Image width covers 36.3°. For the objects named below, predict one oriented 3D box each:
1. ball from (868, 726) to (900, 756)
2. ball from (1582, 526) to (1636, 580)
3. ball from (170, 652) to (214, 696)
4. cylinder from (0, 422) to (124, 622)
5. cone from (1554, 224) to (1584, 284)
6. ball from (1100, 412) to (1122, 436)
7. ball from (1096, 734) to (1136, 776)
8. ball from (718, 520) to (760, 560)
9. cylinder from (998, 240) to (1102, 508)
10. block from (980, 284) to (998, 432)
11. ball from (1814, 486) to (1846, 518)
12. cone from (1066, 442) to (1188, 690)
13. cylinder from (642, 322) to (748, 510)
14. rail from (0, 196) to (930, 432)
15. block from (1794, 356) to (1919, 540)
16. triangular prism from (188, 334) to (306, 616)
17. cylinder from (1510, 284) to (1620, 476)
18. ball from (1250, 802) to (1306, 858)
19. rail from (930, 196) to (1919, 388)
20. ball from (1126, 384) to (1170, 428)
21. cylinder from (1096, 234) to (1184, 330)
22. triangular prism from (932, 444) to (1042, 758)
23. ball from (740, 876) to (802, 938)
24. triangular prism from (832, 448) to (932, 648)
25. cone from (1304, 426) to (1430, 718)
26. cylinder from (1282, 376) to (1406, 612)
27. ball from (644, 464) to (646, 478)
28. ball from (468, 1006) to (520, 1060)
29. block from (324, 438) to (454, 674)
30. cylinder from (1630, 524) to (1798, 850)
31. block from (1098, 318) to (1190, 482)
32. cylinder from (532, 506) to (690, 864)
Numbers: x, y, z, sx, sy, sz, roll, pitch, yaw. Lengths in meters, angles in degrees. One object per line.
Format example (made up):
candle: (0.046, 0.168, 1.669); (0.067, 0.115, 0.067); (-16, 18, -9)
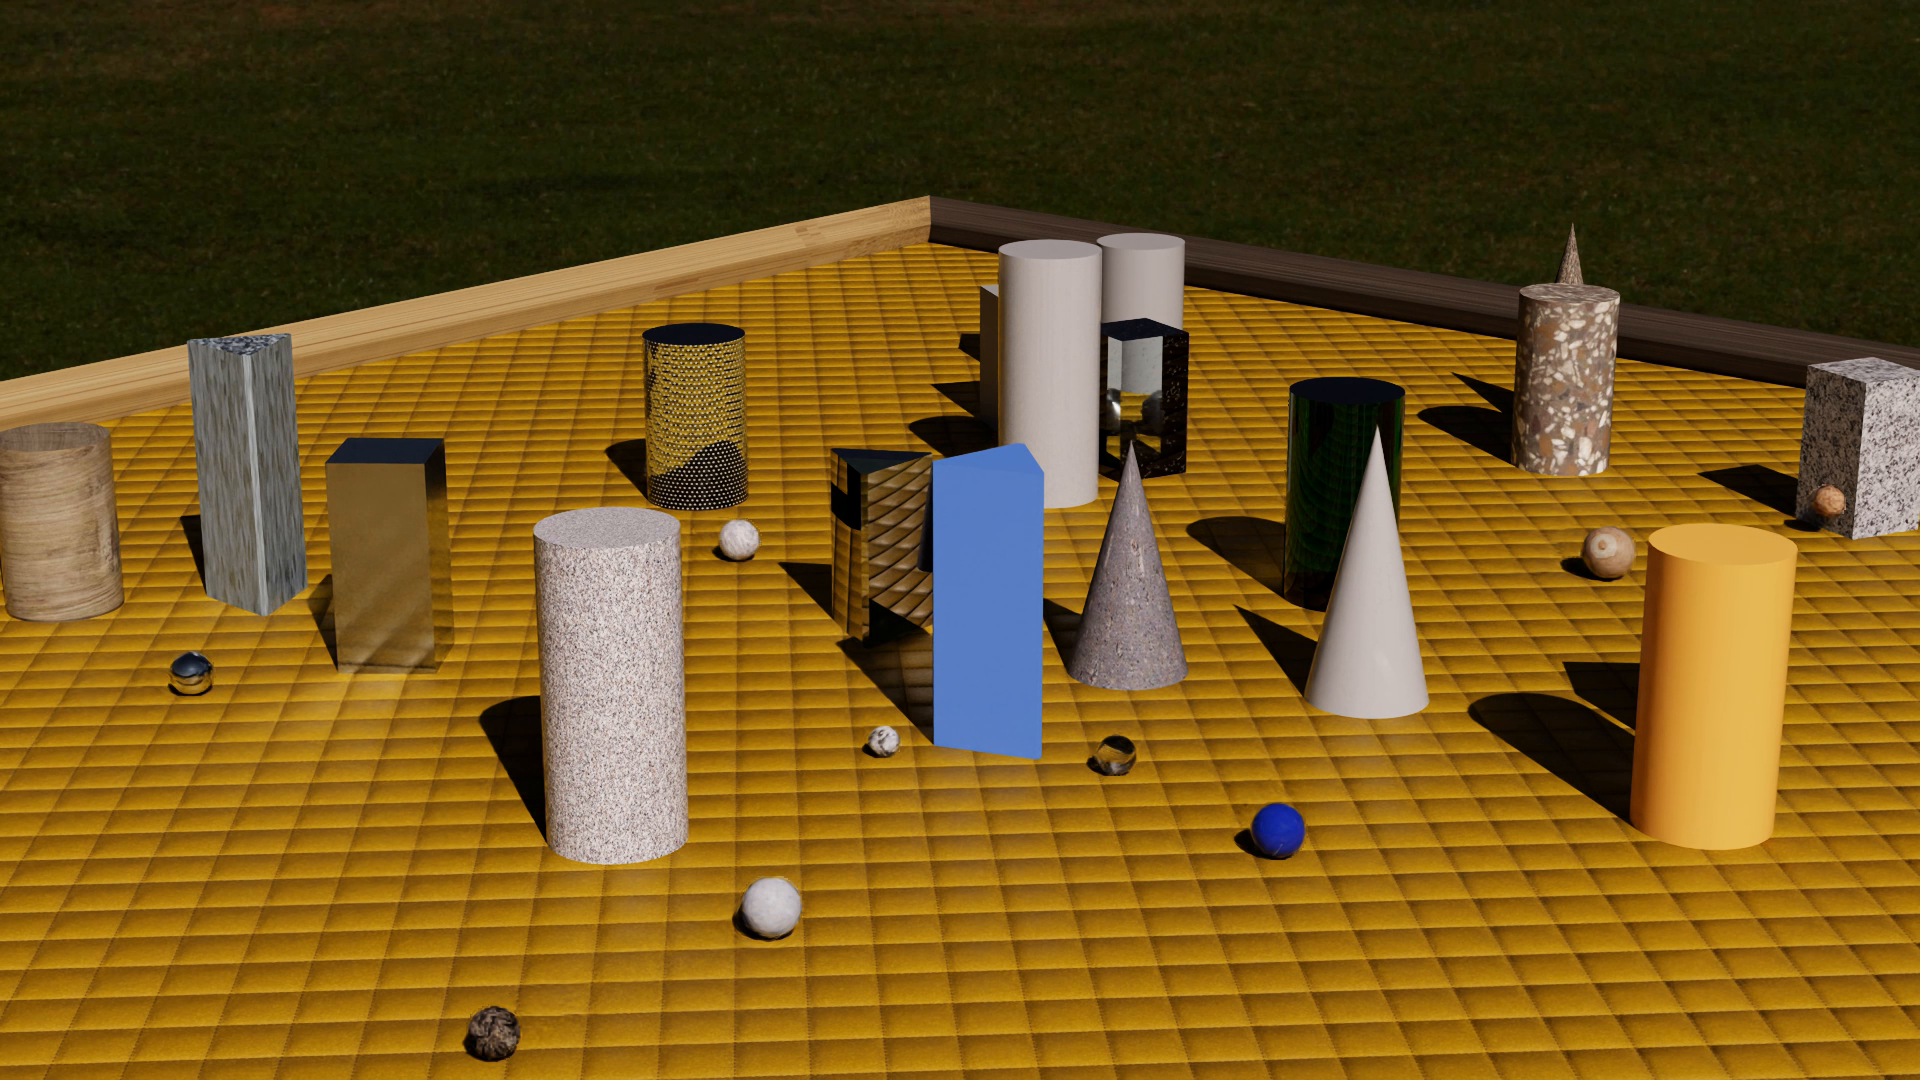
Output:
ball: (-0.113, 0.300, 4.376); (0.047, 0.047, 0.047); (0, 17, 0)
ball: (1.153, 0.022, 5.215); (0.095, 0.095, 0.095); (0, 17, 0)
ball: (-1.215, 0.211, 4.635); (0.068, 0.068, 0.068); (0, 17, 0)
cylinder: (-1.549, -0.032, 5.036); (0.198, 0.302, 0.198); (0, 17, 0)
cone: (1.289, -0.461, 6.232); (0.198, 0.435, 0.198); (0, 17, 0)
ball: (0.314, -0.243, 6.171); (0.051, 0.051, 0.051); (0, 17, 0)
ball: (0.230, 0.315, 4.304); (0.059, 0.059, 0.059); (0, 17, 0)
ball: (-0.401, 0.000, 5.324); (0.075, 0.075, 0.075); (0, 17, 0)
cylinder: (0.173, -0.323, 5.680); (0.198, 0.487, 0.198); (0, 17, 0)
block: (0.142, -0.386, 6.229); (0.158, 0.292, 0.158); (-5, 18, -17)
ball: (1.618, -0.071, 5.457); (0.057, 0.057, 0.057); (0, 17, 0)
cone: (0.272, 0.026, 4.699); (0.198, 0.386, 0.198); (0, 17, 0)
cylinder: (-0.512, -0.241, 5.688); (0.198, 0.325, 0.198); (0, 17, 0)
rail: (-1.634, -0.377, 6.478); (0.045, 0.129, 4.776); (14, 22, 39)
block: (1.698, -0.174, 5.513); (0.158, 0.299, 0.158); (-8, 18, -24)
triangular prism: (-1.204, -0.121, 5.064); (0.172, 0.457, 0.149); (15, 22, 40)
cylinder: (1.221, -0.325, 5.923); (0.198, 0.353, 0.198); (0, 17, 0)
ball: (0.435, 0.397, 4.007); (0.075, 0.075, 0.075); (0, 17, 0)
rail: (1.550, -0.483, 6.829); (4.374, 0.129, 0.045); (14, 22, 39)
ball: (0.399, -0.284, 6.230); (0.096, 0.096, 0.096); (0, 17, 0)
cylinder: (0.406, -0.519, 6.627); (0.198, 0.317, 0.198); (0, 17, 0)
triangular prism: (0.065, 0.086, 4.402); (0.172, 0.442, 0.149); (6, 18, 20)
ball: (-0.241, 0.471, 3.755); (0.078, 0.078, 0.078); (0, 17, 0)
triangular prism: (-0.158, 0.004, 4.921); (0.149, 0.300, 0.172); (13, 21, 38)
cone: (0.641, 0.035, 4.566); (0.198, 0.445, 0.198); (0, 17, 0)
cylinder: (0.663, -0.079, 5.076); (0.198, 0.370, 0.198); (0, 17, 0)
ball: (-0.600, -0.137, 5.813); (0.054, 0.054, 0.054); (0, 17, 0)
ball: (-0.546, 0.577, 3.432); (0.061, 0.061, 0.061); (0, 17, 0)
block: (-0.923, 0.025, 4.761); (0.158, 0.352, 0.158); (0, 17, 2)
cylinder: (1.044, 0.202, 4.072); (0.198, 0.411, 0.198); (0, 17, 0)
block: (0.347, -0.282, 5.891); (0.158, 0.288, 0.158); (-9, 19, -28)
cylinder: (-0.476, 0.198, 4.018); (0.198, 0.449, 0.198); (0, 17, 0)
